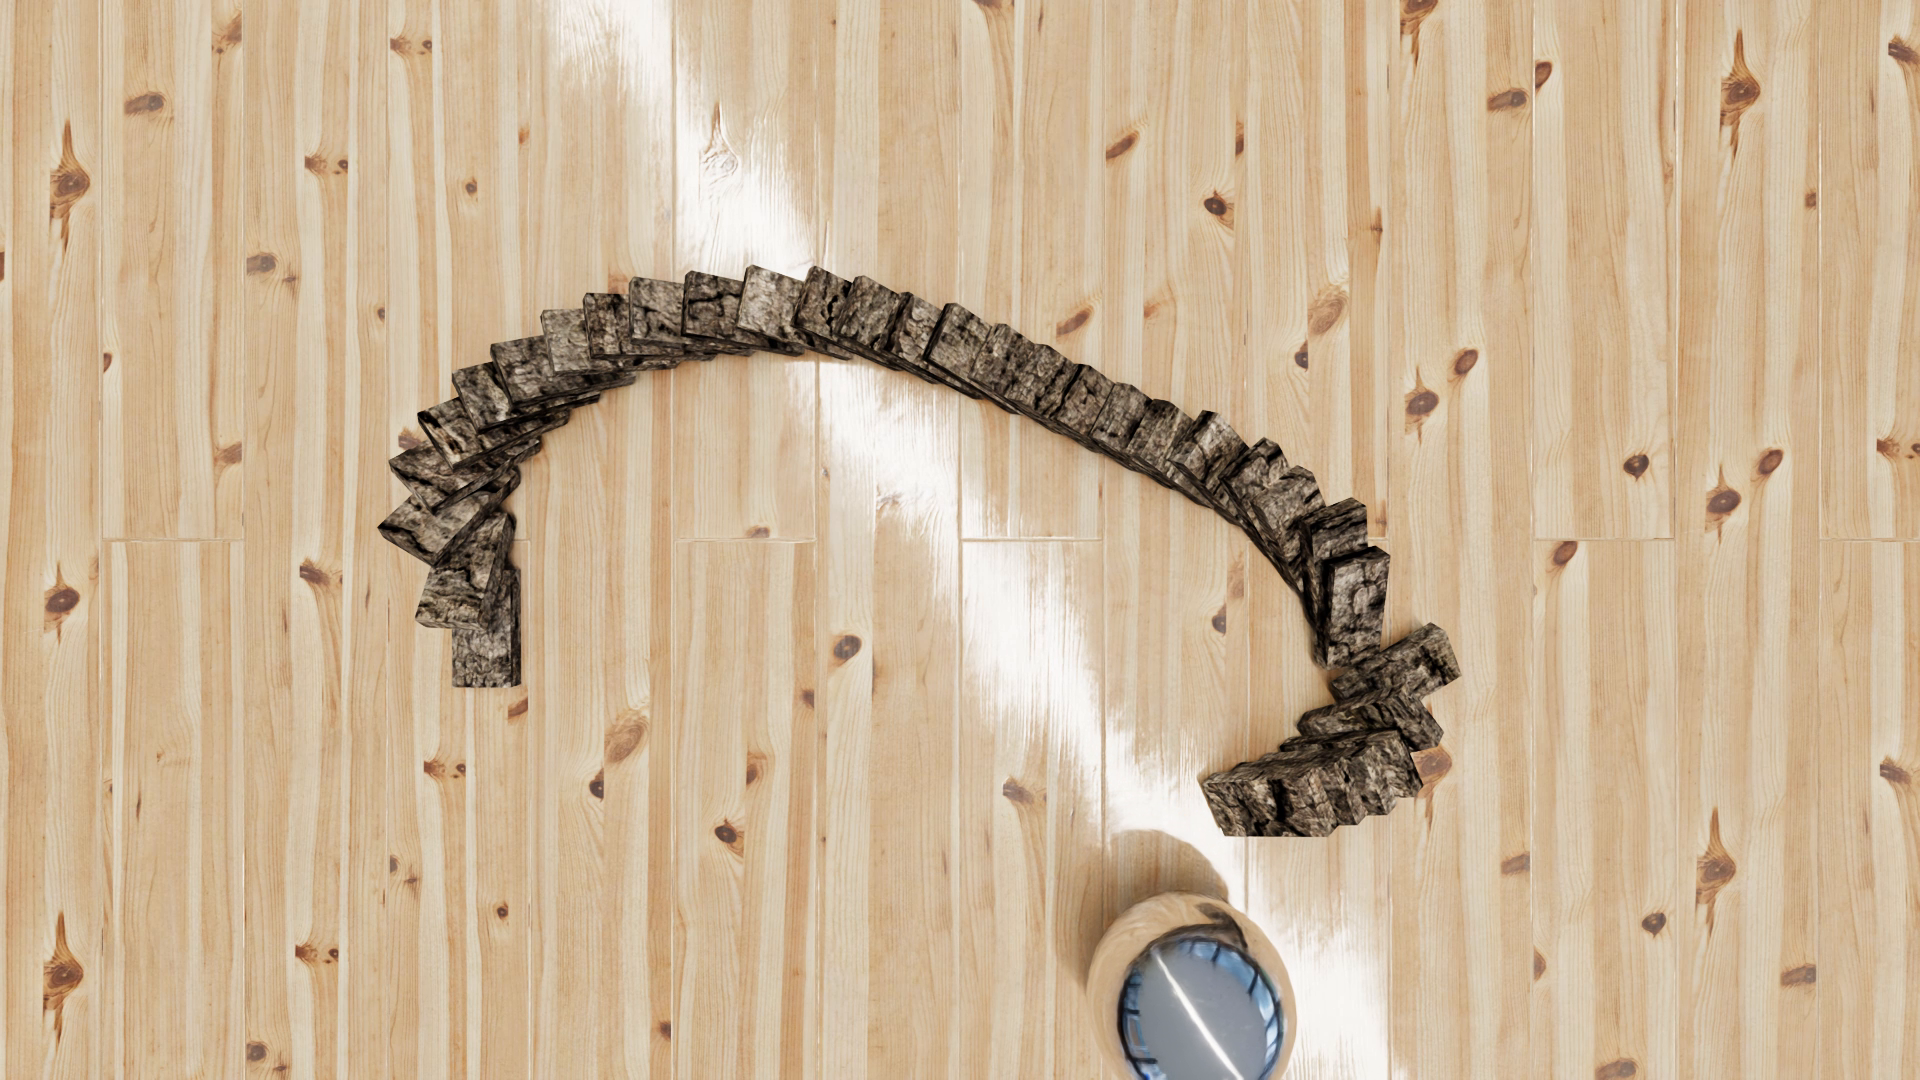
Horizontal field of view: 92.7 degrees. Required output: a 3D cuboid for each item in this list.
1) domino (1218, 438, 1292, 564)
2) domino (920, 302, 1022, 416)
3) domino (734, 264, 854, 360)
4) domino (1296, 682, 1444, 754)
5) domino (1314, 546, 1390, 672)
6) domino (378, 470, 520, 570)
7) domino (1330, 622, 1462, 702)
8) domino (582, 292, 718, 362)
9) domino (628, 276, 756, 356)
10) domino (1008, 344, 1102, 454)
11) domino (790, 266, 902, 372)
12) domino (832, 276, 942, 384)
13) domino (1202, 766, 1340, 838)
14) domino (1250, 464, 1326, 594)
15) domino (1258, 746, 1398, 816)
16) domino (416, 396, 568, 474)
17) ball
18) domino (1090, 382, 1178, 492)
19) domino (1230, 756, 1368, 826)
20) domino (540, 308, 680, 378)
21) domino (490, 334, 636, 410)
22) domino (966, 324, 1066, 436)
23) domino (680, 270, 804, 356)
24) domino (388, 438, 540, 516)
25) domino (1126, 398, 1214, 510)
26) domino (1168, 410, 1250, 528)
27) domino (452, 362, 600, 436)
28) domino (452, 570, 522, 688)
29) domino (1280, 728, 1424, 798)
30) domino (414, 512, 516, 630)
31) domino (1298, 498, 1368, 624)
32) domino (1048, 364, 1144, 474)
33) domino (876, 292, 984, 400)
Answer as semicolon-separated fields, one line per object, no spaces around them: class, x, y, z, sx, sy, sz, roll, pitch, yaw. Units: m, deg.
domino;0.130;-0.016;0.383;0.025;0.009;0.050;-40;122;0
domino;0.010;-0.075;0.383;0.050;0.010;0.025;26;87;-31
domino;-0.067;-0.094;0.384;0.050;0.009;0.025;12;90;-29
domino;0.168;0.078;0.378;0.009;0.050;0.025;-37;90;-39
domino;0.163;0.029;0.382;0.025;0.010;0.050;-13;118;-10
domino;-0.213;-0.015;0.383;0.025;0.009;0.050;31;59;0
domino;0.186;0.059;0.391;0.050;0.010;0.025;-31;112;0
domino;-0.129;-0.088;0.382;0.050;0.010;0.025;-7;88;-32
domino;-0.111;-0.093;0.382;0.050;0.010;0.025;0;86;-31
domino;0.046;-0.058;0.383;0.050;0.009;0.025;27;90;-31
domino;-0.043;-0.092;0.384;0.050;0.009;0.025;19;90;-28
domino;-0.025;-0.087;0.383;0.050;0.010;0.025;22;88;-31
domino;0.127;0.108;0.378;0.010;0.050;0.025;-23;90;-39
domino;0.141;-0.004;0.382;0.025;0.010;0.050;-37;122;-2
domino;0.150;0.100;0.378;0.010;0.050;0.025;-23;90;-39
domino;-0.194;-0.051;0.382;0.050;0.009;0.025;-35;89;-33
ball;0.090;0.181;0.360;0.080;0.080;0.080;0;90;0
domino;0.079;-0.042;0.382;0.050;0.010;0.025;27;90;-33
domino;0.138;0.104;0.378;0.010;0.050;0.025;-23;90;-39
domino;-0.146;-0.083;0.383;0.050;0.009;0.025;-11;90;-32
domino;-0.165;-0.073;0.382;0.050;0.009;0.025;-21;87;-33
domino;0.030;-0.067;0.383;0.050;0.009;0.025;27;90;-30
domino;-0.089;-0.094;0.383;0.050;0.009;0.025;4;89;-31
domino;-0.205;-0.035;0.382;0.025;0.009;0.050;46;56;1
domino;0.093;-0.035;0.382;0.050;0.009;0.025;29;89;-33
domino;0.110;-0.029;0.382;0.050;0.009;0.025;38;86;-33
domino;-0.180;-0.064;0.382;0.050;0.009;0.025;-25;88;-33
domino;-0.204;0.038;0.395;0.025;0.010;0.050;0;90;0
domino;0.160;0.093;0.378;0.010;0.050;0.025;-23;90;-39
domino;-0.207;0.012;0.385;0.025;0.009;0.050;3;66;0
domino;0.156;0.010;0.382;0.025;0.010;0.050;-21;120;-7
domino;0.063;-0.050;0.383;0.050;0.010;0.025;27;90;-31
domino;-0.008;-0.080;0.383;0.050;0.010;0.025;22;88;-31
